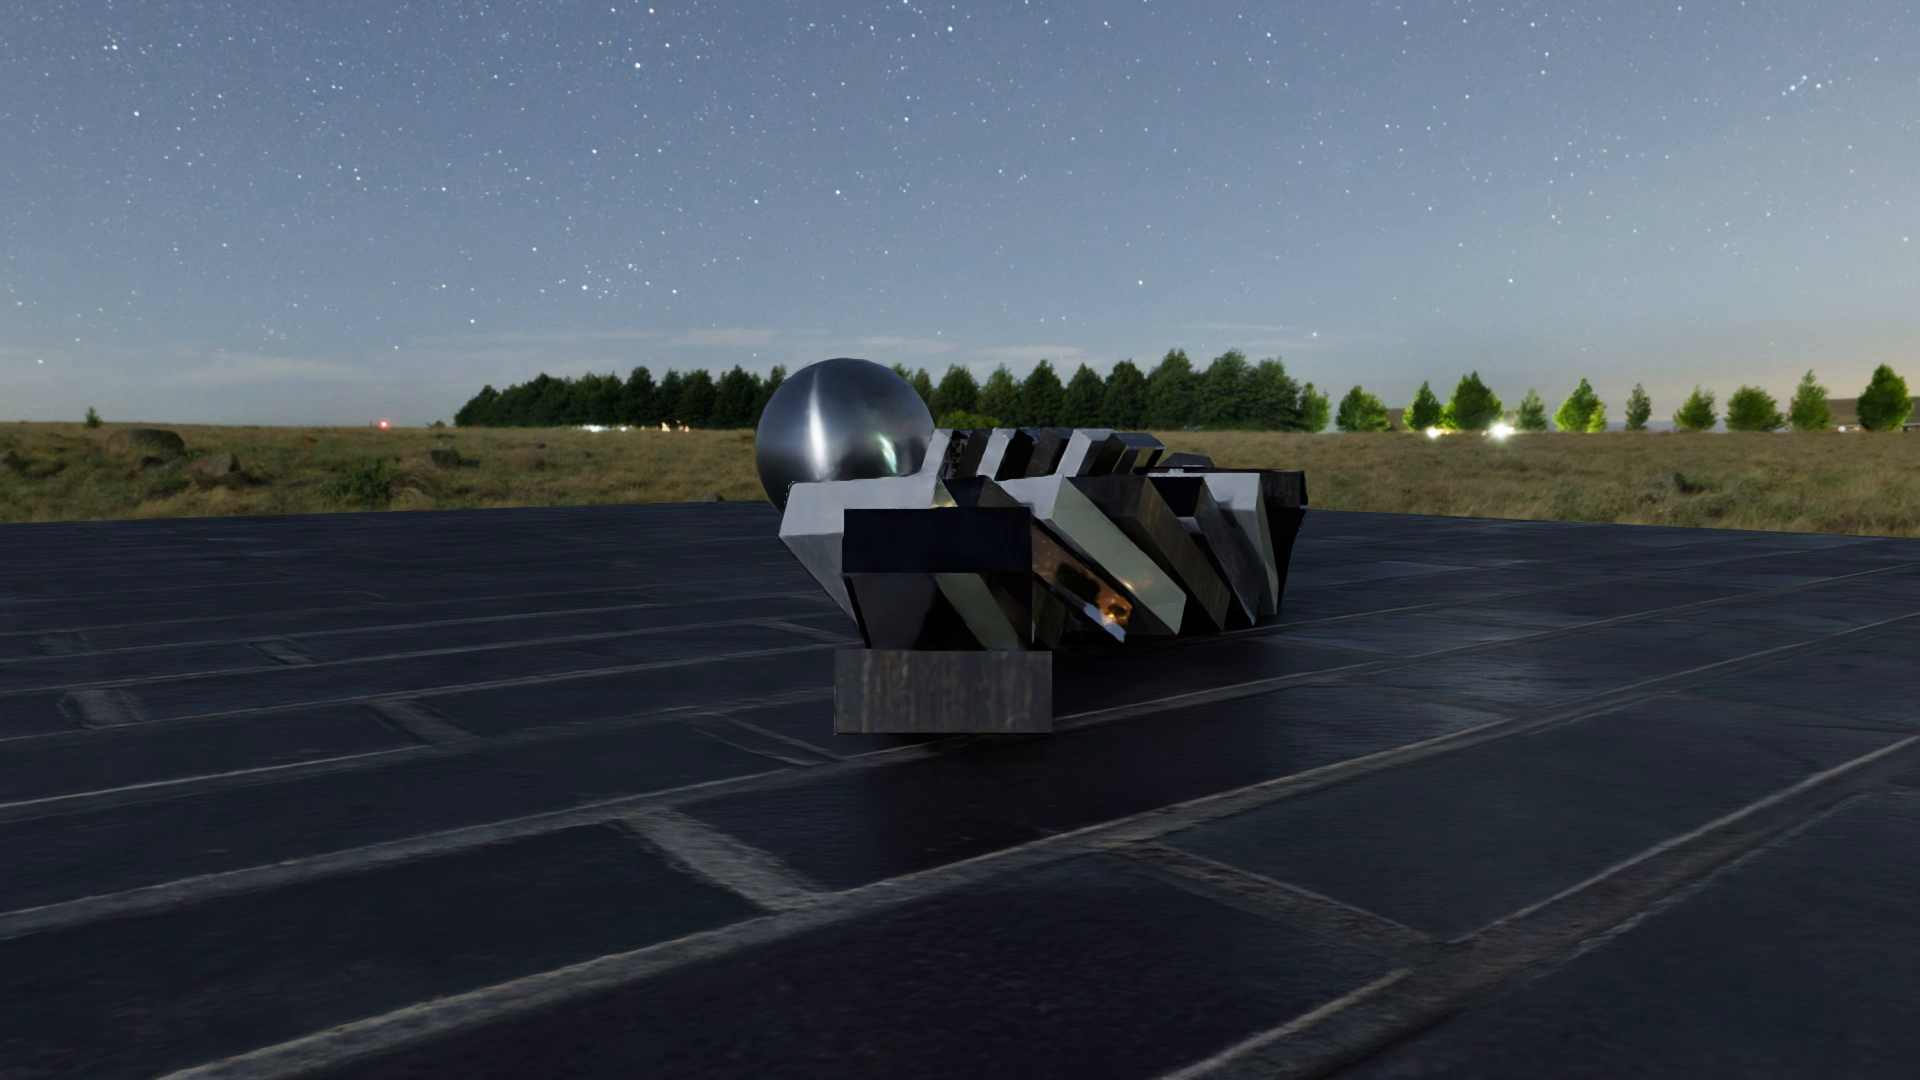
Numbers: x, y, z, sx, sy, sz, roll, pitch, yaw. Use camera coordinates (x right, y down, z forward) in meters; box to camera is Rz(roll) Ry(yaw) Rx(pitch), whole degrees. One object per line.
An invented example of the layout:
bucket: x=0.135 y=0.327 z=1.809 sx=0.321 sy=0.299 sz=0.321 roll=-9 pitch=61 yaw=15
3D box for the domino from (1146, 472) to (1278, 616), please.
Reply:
domino: x=0.060 y=0.002 z=0.304 sx=0.025 sy=0.009 sz=0.050 roll=2 pitch=-30 yaw=20

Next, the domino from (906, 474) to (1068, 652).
domino: x=-0.005 y=0.006 z=0.235 sx=0.025 sy=0.009 sz=0.050 roll=-6 pitch=-32 yaw=39

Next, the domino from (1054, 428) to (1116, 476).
domino: x=0.047 y=-0.020 z=0.509 sx=0.025 sy=0.050 sz=0.010 roll=-5 pitch=35 yaw=-47

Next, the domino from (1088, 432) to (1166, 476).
domino: x=0.058 y=-0.019 z=0.503 sx=0.025 sy=0.050 sz=0.010 roll=-4 pitch=40 yaw=-47

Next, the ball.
ball: x=-0.050 y=-0.040 z=0.563 sx=0.080 sy=0.080 sz=0.080 roll=0 pitch=4 yaw=0

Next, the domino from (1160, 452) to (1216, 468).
domino: x=0.073 y=-0.014 z=0.492 sx=0.025 sy=0.009 sz=0.050 roll=1 pitch=-35 yaw=-49

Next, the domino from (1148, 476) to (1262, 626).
domino: x=0.049 y=0.003 z=0.289 sx=0.025 sy=0.009 sz=0.050 roll=2 pitch=-29 yaw=30

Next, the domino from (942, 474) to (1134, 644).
domino: x=0.009 y=0.005 z=0.249 sx=0.025 sy=0.009 sz=0.050 roll=-5 pitch=-32 yaw=41

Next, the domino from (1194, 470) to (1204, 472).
domino: x=0.076 y=-0.003 z=0.375 sx=0.025 sy=0.010 sz=0.050 roll=0 pitch=-29 yaw=-5

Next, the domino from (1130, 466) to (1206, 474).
domino: x=0.067 y=-0.008 z=0.447 sx=0.025 sy=0.009 sz=0.050 roll=-1 pitch=-28 yaw=-10

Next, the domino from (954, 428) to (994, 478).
domino: x=0.009 y=-0.022 z=0.532 sx=0.025 sy=0.050 sz=0.010 roll=-5 pitch=33 yaw=-47

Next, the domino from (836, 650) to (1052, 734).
domino: x=-0.001 y=0.020 z=0.173 sx=0.025 sy=0.010 sz=0.050 roll=0 pitch=-6 yaw=2

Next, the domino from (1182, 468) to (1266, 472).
domino: x=0.075 y=-0.005 z=0.394 sx=0.025 sy=0.009 sz=0.050 roll=-1 pitch=-29 yaw=-8

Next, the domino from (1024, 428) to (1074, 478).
domino: x=0.036 y=-0.020 z=0.514 sx=0.025 sy=0.050 sz=0.009 roll=-5 pitch=33 yaw=-47

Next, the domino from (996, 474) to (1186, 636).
domino: x=0.023 y=0.004 z=0.262 sx=0.025 sy=0.009 sz=0.050 roll=-4 pitch=-31 yaw=40

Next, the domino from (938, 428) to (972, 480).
domino: x=0.001 y=-0.022 z=0.540 sx=0.025 sy=0.050 sz=0.010 roll=-5 pitch=33 yaw=-47

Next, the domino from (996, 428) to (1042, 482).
domino: x=0.026 y=-0.021 z=0.519 sx=0.025 sy=0.050 sz=0.009 roll=-5 pitch=33 yaw=-47

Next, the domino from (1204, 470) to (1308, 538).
domino: x=0.074 y=-0.001 z=0.339 sx=0.025 sy=0.010 sz=0.050 roll=1 pitch=-29 yaw=3

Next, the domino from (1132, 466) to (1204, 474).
domino: x=0.069 y=-0.010 z=0.466 sx=0.025 sy=0.009 sz=0.050 roll=-1 pitch=-28 yaw=-14

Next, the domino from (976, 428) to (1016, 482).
domino: x=0.017 y=-0.021 z=0.525 sx=0.025 sy=0.050 sz=0.009 roll=-5 pitch=33 yaw=-47

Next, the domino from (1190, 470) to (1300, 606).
domino: x=0.070 y=0.000 z=0.321 sx=0.025 sy=0.009 sz=0.050 roll=2 pitch=-29 yaw=9

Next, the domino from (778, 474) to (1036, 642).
domino: x=-0.007 y=0.007 z=0.216 sx=0.025 sy=0.009 sz=0.050 roll=-3 pitch=-32 yaw=22

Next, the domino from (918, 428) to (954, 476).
domino: x=-0.007 y=-0.023 z=0.547 sx=0.025 sy=0.050 sz=0.009 roll=-5 pitch=33 yaw=-47

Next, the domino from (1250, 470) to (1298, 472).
domino: x=0.076 y=-0.002 z=0.357 sx=0.025 sy=0.009 sz=0.050 roll=0 pitch=-29 yaw=-3

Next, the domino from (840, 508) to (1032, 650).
domino: x=-0.002 y=0.010 z=0.193 sx=0.025 sy=0.010 sz=0.050 roll=0 pitch=-24 yaw=3

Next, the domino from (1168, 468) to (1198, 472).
domino: x=0.073 y=-0.006 z=0.412 sx=0.025 sy=0.009 sz=0.050 roll=-1 pitch=-28 yaw=-10

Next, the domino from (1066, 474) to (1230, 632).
domino: x=0.037 y=0.004 z=0.275 sx=0.025 sy=0.010 sz=0.050 roll=0 pitch=-30 yaw=34

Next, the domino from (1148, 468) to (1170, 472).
domino: x=0.069 y=-0.007 z=0.430 sx=0.025 sy=0.010 sz=0.050 roll=-1 pitch=-28 yaw=-10
